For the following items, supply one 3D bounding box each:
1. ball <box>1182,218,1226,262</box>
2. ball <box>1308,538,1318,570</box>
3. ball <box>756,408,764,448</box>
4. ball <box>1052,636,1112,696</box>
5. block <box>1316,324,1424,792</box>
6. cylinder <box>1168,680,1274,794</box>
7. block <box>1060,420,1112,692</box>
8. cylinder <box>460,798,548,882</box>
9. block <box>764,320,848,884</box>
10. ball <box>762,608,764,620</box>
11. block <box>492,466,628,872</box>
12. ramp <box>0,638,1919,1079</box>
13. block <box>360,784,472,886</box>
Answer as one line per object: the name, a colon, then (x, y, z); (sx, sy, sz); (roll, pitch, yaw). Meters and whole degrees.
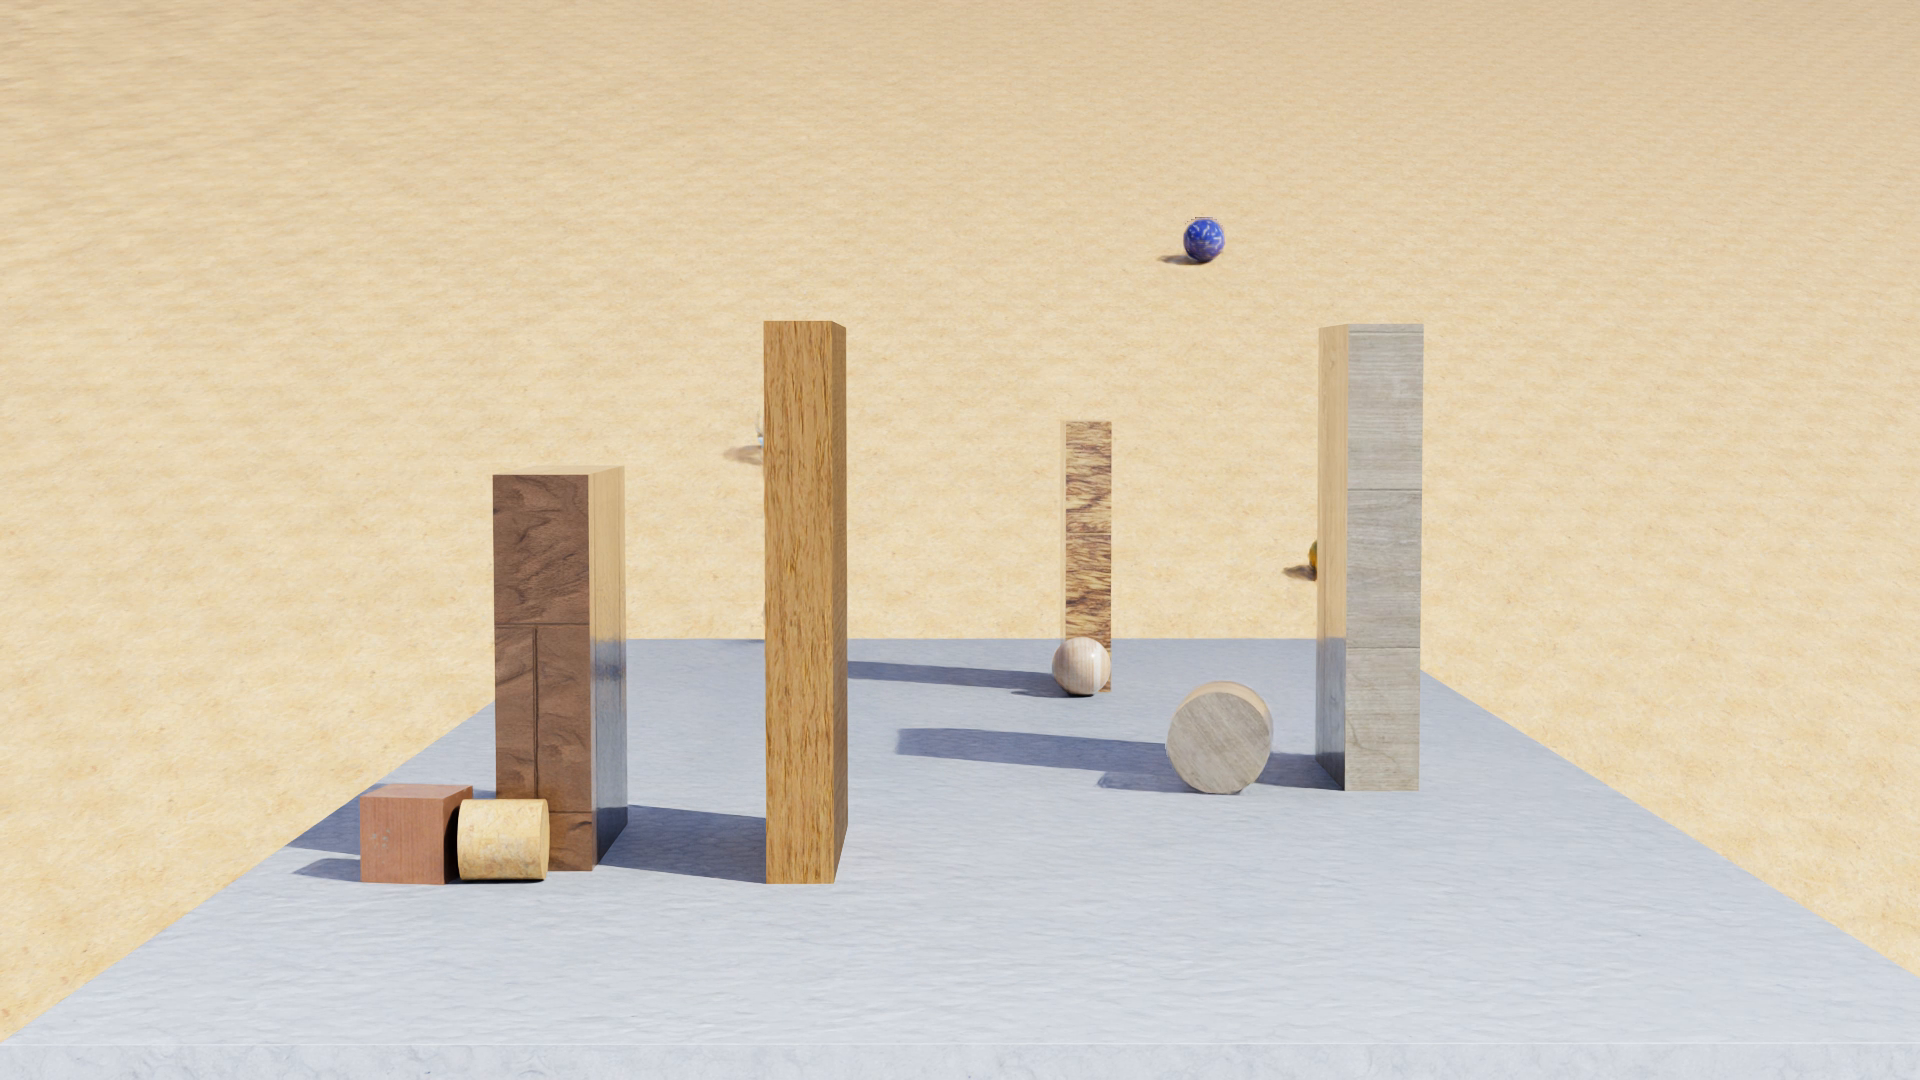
ball: (1.011, -1.242, 10.640); (0.175, 0.175, 0.175); (0, 20, 0)
ball: (1.035, 0.043, 7.204); (0.116, 0.116, 0.116); (0, 20, 0)
ball: (-0.554, -0.356, 8.185); (0.193, 0.193, 0.193); (0, 20, 0)
ball: (0.252, 0.262, 5.329); (0.123, 0.123, 0.123); (0, 20, 0)
block: (0.672, 0.019, 4.238); (0.118, 0.743, 0.336); (0, 4, 0)
cylinder: (0.421, 0.316, 4.131); (0.162, 0.162, 0.162); (3, 4, 9)
block: (0.269, 0.027, 5.523); (0.096, 0.569, 0.292); (0, 4, 0)
cylinder: (-0.598, 0.393, 3.368); (0.106, 0.106, 0.106); (3, 20, -6)
block: (-0.209, 0.070, 3.535); (0.088, 0.730, 0.436); (0, 4, 0)
ball: (-0.428, 0.186, 6.452); (0.138, 0.138, 0.138); (0, 20, 0)
block: (-0.555, 0.166, 3.596); (0.127, 0.530, 0.373); (0, 4, 0)
ramp: (0.047, 0.424, 4.534); (2.000, 0.100, 4.000); (0, 4, 0)
block: (-0.717, 0.388, 3.394); (0.113, 0.113, 0.113); (1, 4, 9)
